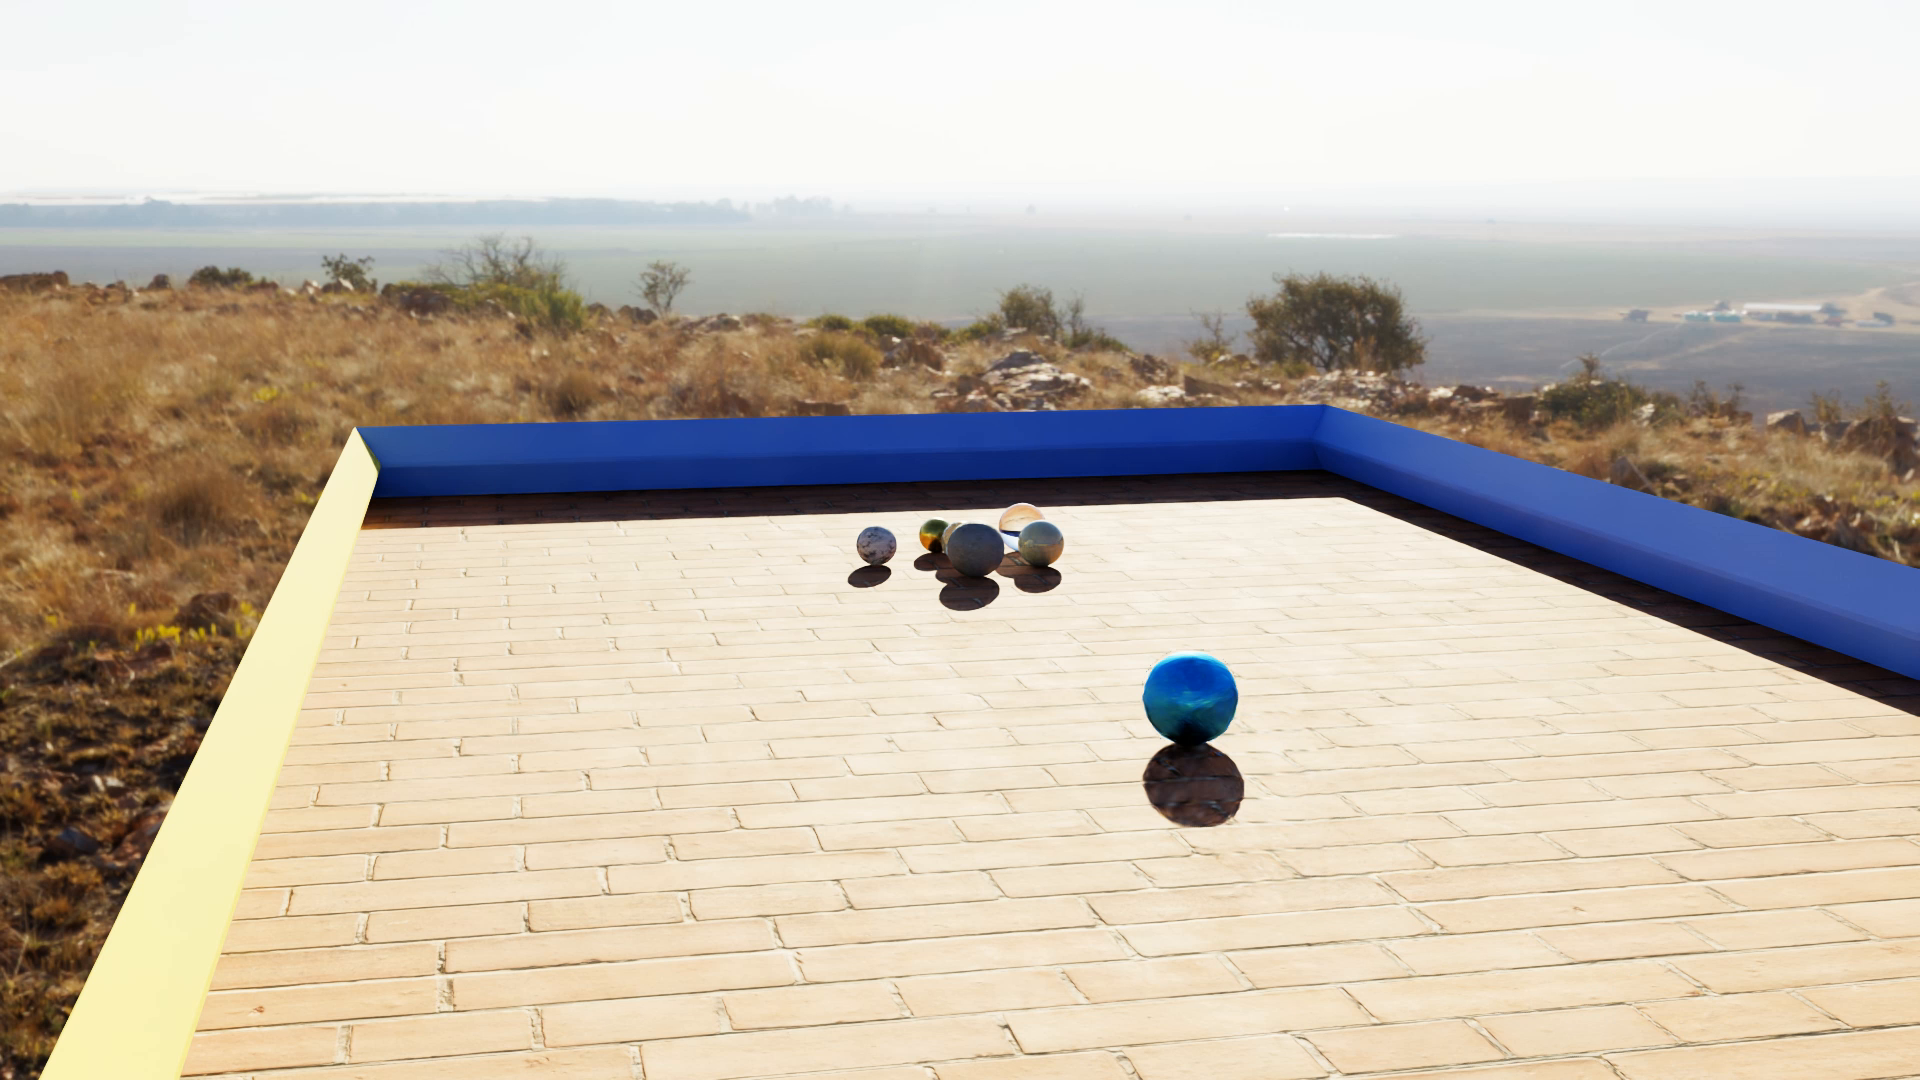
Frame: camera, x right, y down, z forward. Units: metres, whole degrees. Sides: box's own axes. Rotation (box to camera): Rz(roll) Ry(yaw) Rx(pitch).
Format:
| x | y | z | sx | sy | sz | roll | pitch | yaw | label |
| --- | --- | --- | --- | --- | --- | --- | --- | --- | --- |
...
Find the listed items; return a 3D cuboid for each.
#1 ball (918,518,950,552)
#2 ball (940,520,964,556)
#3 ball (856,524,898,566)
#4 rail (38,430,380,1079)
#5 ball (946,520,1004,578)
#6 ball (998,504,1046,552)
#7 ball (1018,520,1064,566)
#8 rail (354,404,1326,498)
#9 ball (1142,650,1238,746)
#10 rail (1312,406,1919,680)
| x | y | z | sx | sy | sz | roll | pitch | yaw | label |
| --- | --- | --- | --- | --- | --- | --- | --- | --- | --- |
| -0.036 | -0.007 | 3.355 | 0.054 | 0.054 | 0.054 | 0 | 10 | 0 | ball |
| 0.002 | 0.002 | 3.278 | 0.061 | 0.061 | 0.061 | 0 | 10 | 0 | ball |
| -0.123 | 0.007 | 3.248 | 0.060 | 0.060 | 0.060 | 0 | 10 | 0 | ball |
| -0.688 | 0.142 | 2.250 | 0.045 | 0.125 | 3.449 | -2 | 10 | -12 | rail |
| 0.023 | 0.012 | 3.152 | 0.083 | 0.083 | 0.083 | 0 | 10 | 0 | ball |
| 0.096 | -0.019 | 3.362 | 0.075 | 0.075 | 0.075 | 0 | 10 | 0 | ball |
| 0.119 | 0.005 | 3.236 | 0.069 | 0.069 | 0.069 | 0 | 10 | 0 | ball |
| -0.177 | -0.166 | 4.075 | 1.828 | 0.125 | 0.045 | -2 | 10 | -12 | rail |
| 0.234 | 0.160 | 2.232 | 0.096 | 0.096 | 0.096 | 0 | 10 | 0 | ball |
| 1.052 | 0.079 | 2.620 | 0.045 | 0.125 | 3.449 | -2 | 10 | -12 | rail |
